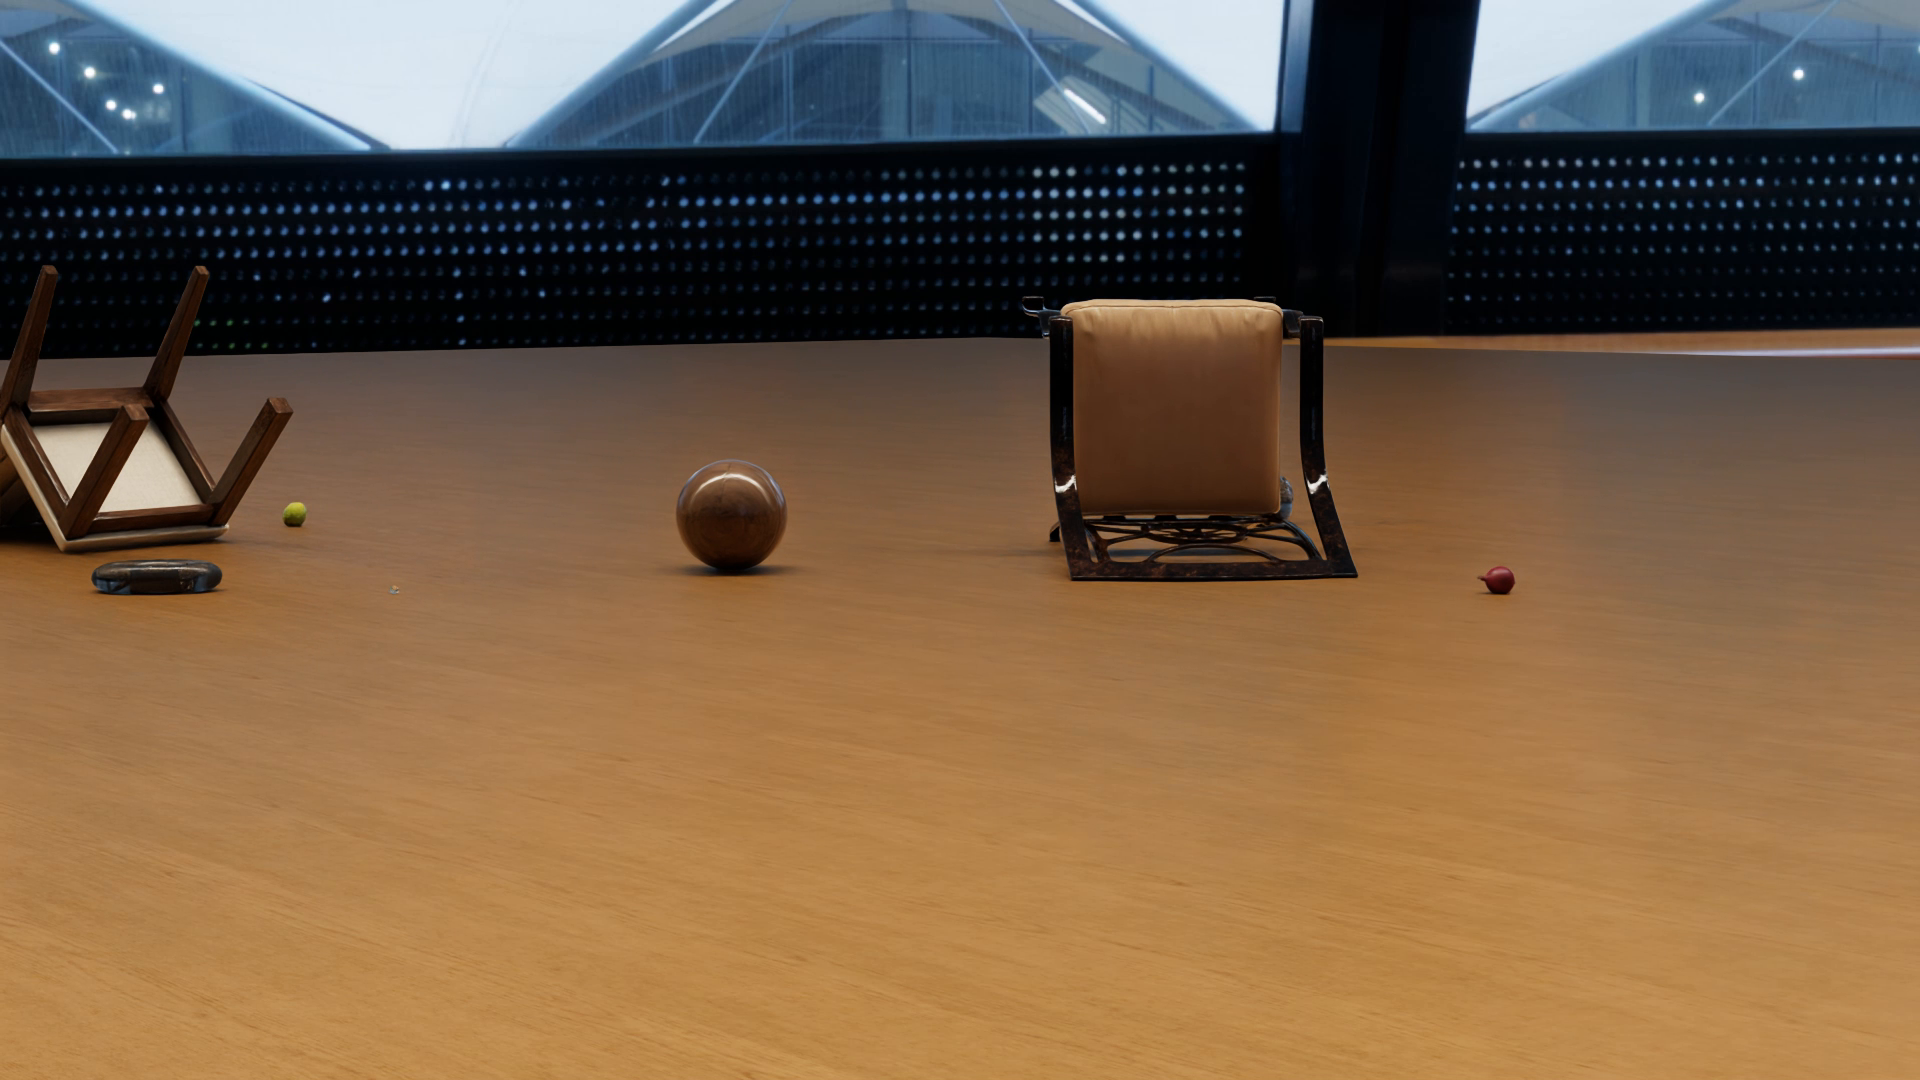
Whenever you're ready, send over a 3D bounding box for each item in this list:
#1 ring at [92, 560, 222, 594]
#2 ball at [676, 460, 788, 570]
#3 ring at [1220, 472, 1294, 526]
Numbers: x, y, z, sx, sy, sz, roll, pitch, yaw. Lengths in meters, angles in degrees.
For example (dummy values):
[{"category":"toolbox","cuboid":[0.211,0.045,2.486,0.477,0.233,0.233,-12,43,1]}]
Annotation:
[{"category":"ring","cuboid":[-1.680,0.077,5.368,0.270,0.062,0.144,-1,7,-2]},{"category":"ball","cuboid":[-0.510,-0.056,5.737,0.250,0.250,0.250,0,6,0]},{"category":"ring","cuboid":[0.793,-0.108,6.853,0.186,0.127,0.244,0,7,-15]}]
